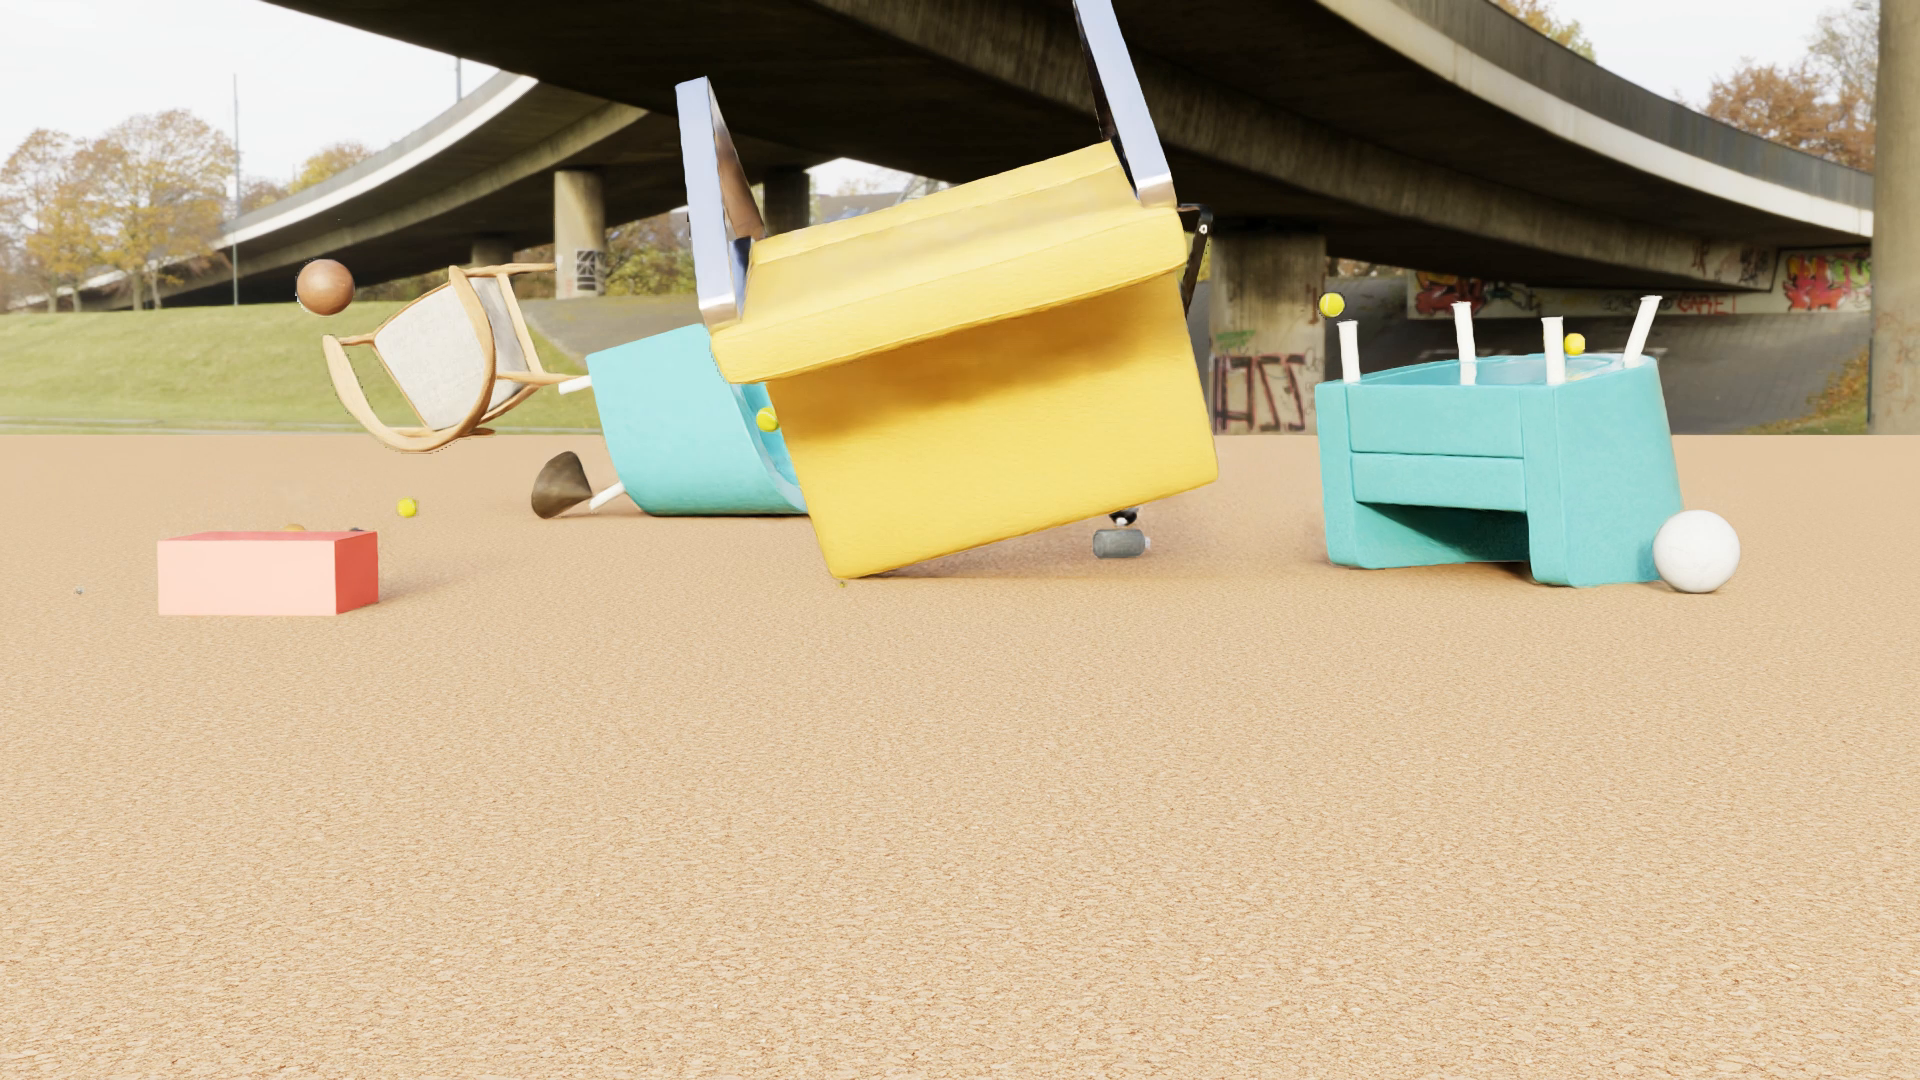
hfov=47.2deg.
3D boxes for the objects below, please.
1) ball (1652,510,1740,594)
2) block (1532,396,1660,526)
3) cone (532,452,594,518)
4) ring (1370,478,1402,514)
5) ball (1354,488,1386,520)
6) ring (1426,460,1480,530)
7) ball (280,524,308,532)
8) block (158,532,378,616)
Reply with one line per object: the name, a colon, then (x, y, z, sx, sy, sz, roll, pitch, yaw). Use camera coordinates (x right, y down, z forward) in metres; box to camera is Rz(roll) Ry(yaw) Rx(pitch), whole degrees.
ball: (1.616, 0.025, 4.828, 0.185, 0.185, 0.185, 0, 4, 0)
block: (1.633, -0.201, 5.656, 0.181, 0.278, 0.100, 35, 46, 8)
cone: (-1.328, -0.170, 7.592, 0.156, 0.226, 0.291, 16, 32, 23)
ring: (1.545, -0.161, 7.995, 0.095, 0.123, 0.210, -32, 3, 18)
ball: (1.403, -0.122, 7.525, 0.109, 0.109, 0.109, 0, 4, 0)
ring: (1.591, -0.148, 7.106, 0.105, 0.204, 0.283, -31, 38, 15)
ball: (-1.802, -0.001, 5.944, 0.085, 0.085, 0.085, 0, 4, 0)
block: (-1.413, 0.065, 4.512, 0.355, 0.148, 0.291, 0, 4, 2)
